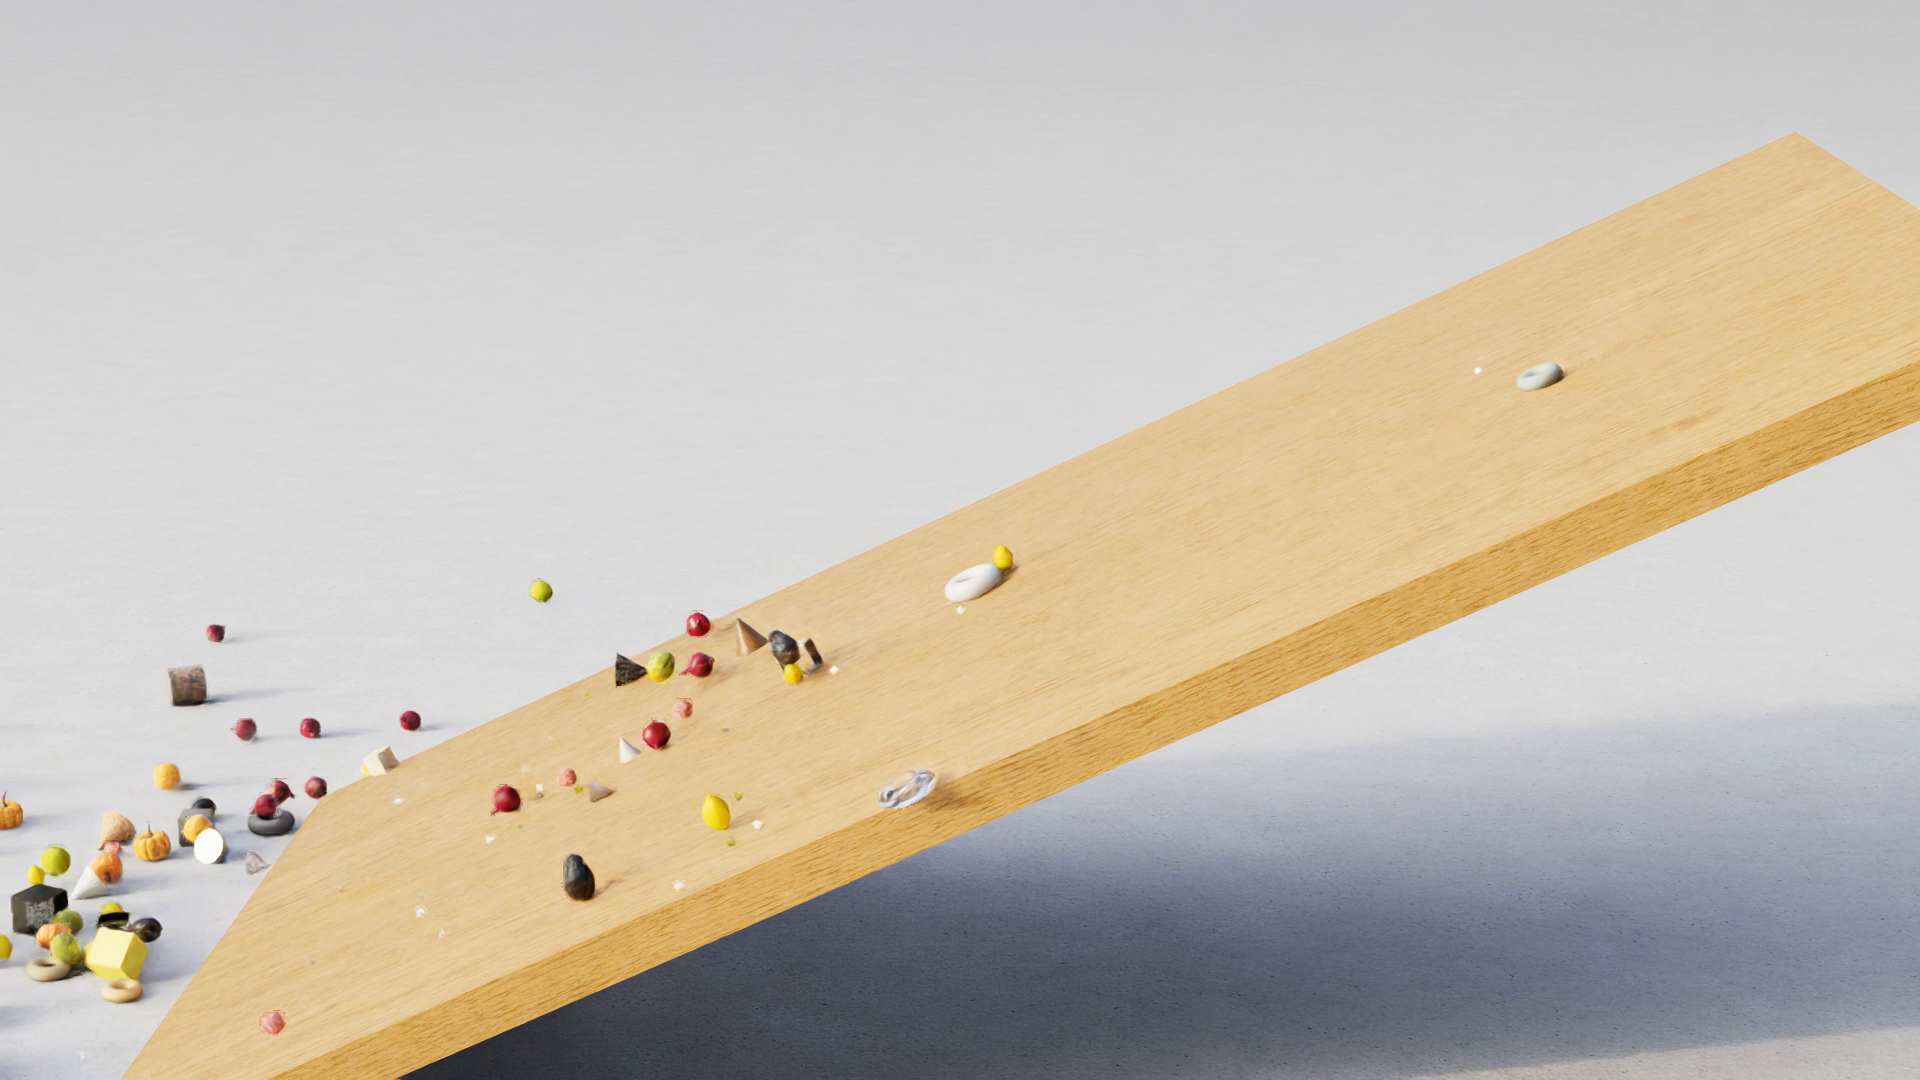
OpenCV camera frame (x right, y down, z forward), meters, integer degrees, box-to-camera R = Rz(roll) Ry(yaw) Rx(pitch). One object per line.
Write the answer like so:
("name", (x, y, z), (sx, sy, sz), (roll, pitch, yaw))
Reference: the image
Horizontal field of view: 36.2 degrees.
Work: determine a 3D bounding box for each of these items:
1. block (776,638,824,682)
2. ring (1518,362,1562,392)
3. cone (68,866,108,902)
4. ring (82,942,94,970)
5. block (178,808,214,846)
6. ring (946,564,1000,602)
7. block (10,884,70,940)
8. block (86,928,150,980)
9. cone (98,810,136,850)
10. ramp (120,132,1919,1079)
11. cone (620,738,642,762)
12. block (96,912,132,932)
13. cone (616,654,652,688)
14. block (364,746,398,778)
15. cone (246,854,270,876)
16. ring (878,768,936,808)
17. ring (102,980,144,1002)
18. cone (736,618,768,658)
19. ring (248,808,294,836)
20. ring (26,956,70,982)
("block", (-0.354, 0.263, 6.491), (0.064, 0.064, 0.064), (-19, 15, 27))
("ring", (1.170, -0.329, 5.937), (0.092, 0.031, 0.092), (-24, 14, 7))
("cone", (-2.130, 0.851, 7.143), (0.085, 0.085, 0.085), (-38, 33, -22))
("ring", (-1.952, 0.952, 6.774), (0.137, 0.046, 0.137), (0, 17, 0))
("block", (-1.946, 0.732, 7.493), (0.073, 0.073, 0.073), (-1, 16, -2))
("ring", (0.028, 0.095, 6.455), (0.132, 0.044, 0.132), (-24, 14, 6))
("block", (-2.174, 0.878, 6.952), (0.091, 0.091, 0.091), (8, 18, 25))
("block", (-1.908, 0.943, 6.664), (0.087, 0.087, 0.087), (6, 60, 16))
("cone", (-2.161, 0.756, 7.467), (0.095, 0.095, 0.095), (7, 44, 25))
("ramp", (0.136, 0.168, 6.282), (4.000, 0.100, 2.000), (-24, 13, 9))
("cone", (-0.740, 0.457, 6.507), (0.052, 0.052, 0.052), (-25, 13, 6))
("block", (-1.974, 0.915, 6.867), (0.067, 0.067, 0.067), (-2, 16, -8))
("cone", (-0.794, 0.318, 7.173), (0.084, 0.084, 0.084), (1, 16, -1))
("block", (-1.475, 0.564, 7.494), (0.052, 0.052, 0.052), (-17, 16, 35))
("cone", (-1.691, 0.786, 7.122), (0.053, 0.053, 0.053), (0, 14, 28))
("ring", (-0.096, 0.451, 5.343), (0.113, 0.038, 0.113), (-25, 12, 6))
("ring", (-1.878, 1.011, 6.599), (0.089, 0.030, 0.089), (1, 15, 0))
("cone", (-0.508, 0.216, 6.912), (0.086, 0.086, 0.086), (-25, 13, 6))
("ring", (-1.775, 0.726, 7.576), (0.120, 0.040, 0.120), (0, 17, 0))
("ring", (-2.081, 0.978, 6.709), (0.098, 0.033, 0.098), (1, 16, 0))
